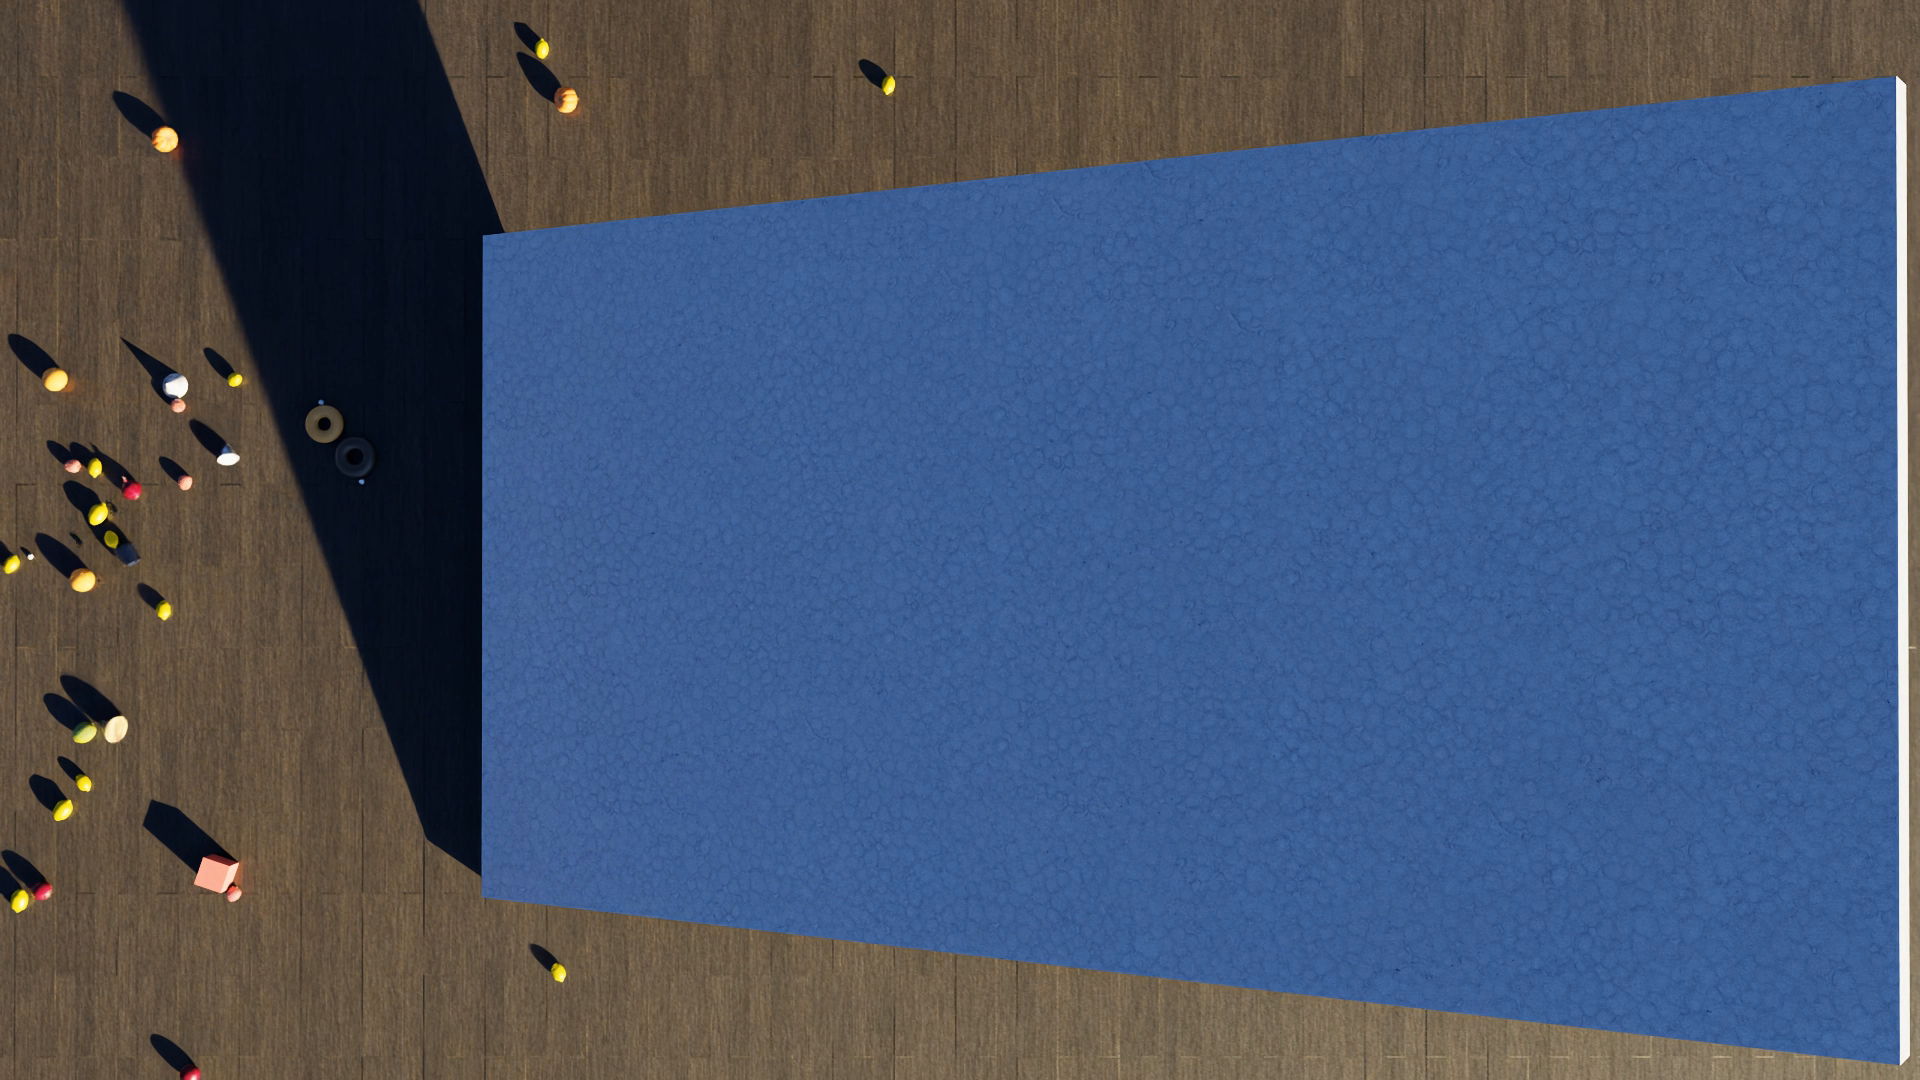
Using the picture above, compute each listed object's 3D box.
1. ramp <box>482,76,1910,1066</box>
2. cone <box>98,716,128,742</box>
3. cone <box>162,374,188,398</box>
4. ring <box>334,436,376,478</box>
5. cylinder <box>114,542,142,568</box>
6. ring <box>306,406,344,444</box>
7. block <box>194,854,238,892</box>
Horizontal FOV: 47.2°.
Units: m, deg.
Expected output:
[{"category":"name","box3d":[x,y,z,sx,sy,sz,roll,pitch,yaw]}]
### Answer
[{"category":"ramp","box3d":[0.254,0.070,5.587,4.000,0.100,2.000,0,89,33]},{"category":"cone","box3d":[-2.602,0.566,6.706,0.085,0.085,0.085,15,89,27]},{"category":"cone","box3d":[-2.403,-0.473,6.695,0.078,0.078,0.078,0,90,0]},{"category":"ring","box3d":[-1.844,-0.254,6.711,0.129,0.043,0.129,0,91,1]},{"category":"cylinder","box3d":[-2.535,0.046,6.699,0.060,0.060,0.060,-31,90,0]},{"category":"ring","box3d":[-1.940,-0.354,6.713,0.117,0.039,0.117,0,88,-1]},{"category":"block","box3d":[-2.257,1.012,6.679,0.085,0.085,0.085,19,90,0]}]
